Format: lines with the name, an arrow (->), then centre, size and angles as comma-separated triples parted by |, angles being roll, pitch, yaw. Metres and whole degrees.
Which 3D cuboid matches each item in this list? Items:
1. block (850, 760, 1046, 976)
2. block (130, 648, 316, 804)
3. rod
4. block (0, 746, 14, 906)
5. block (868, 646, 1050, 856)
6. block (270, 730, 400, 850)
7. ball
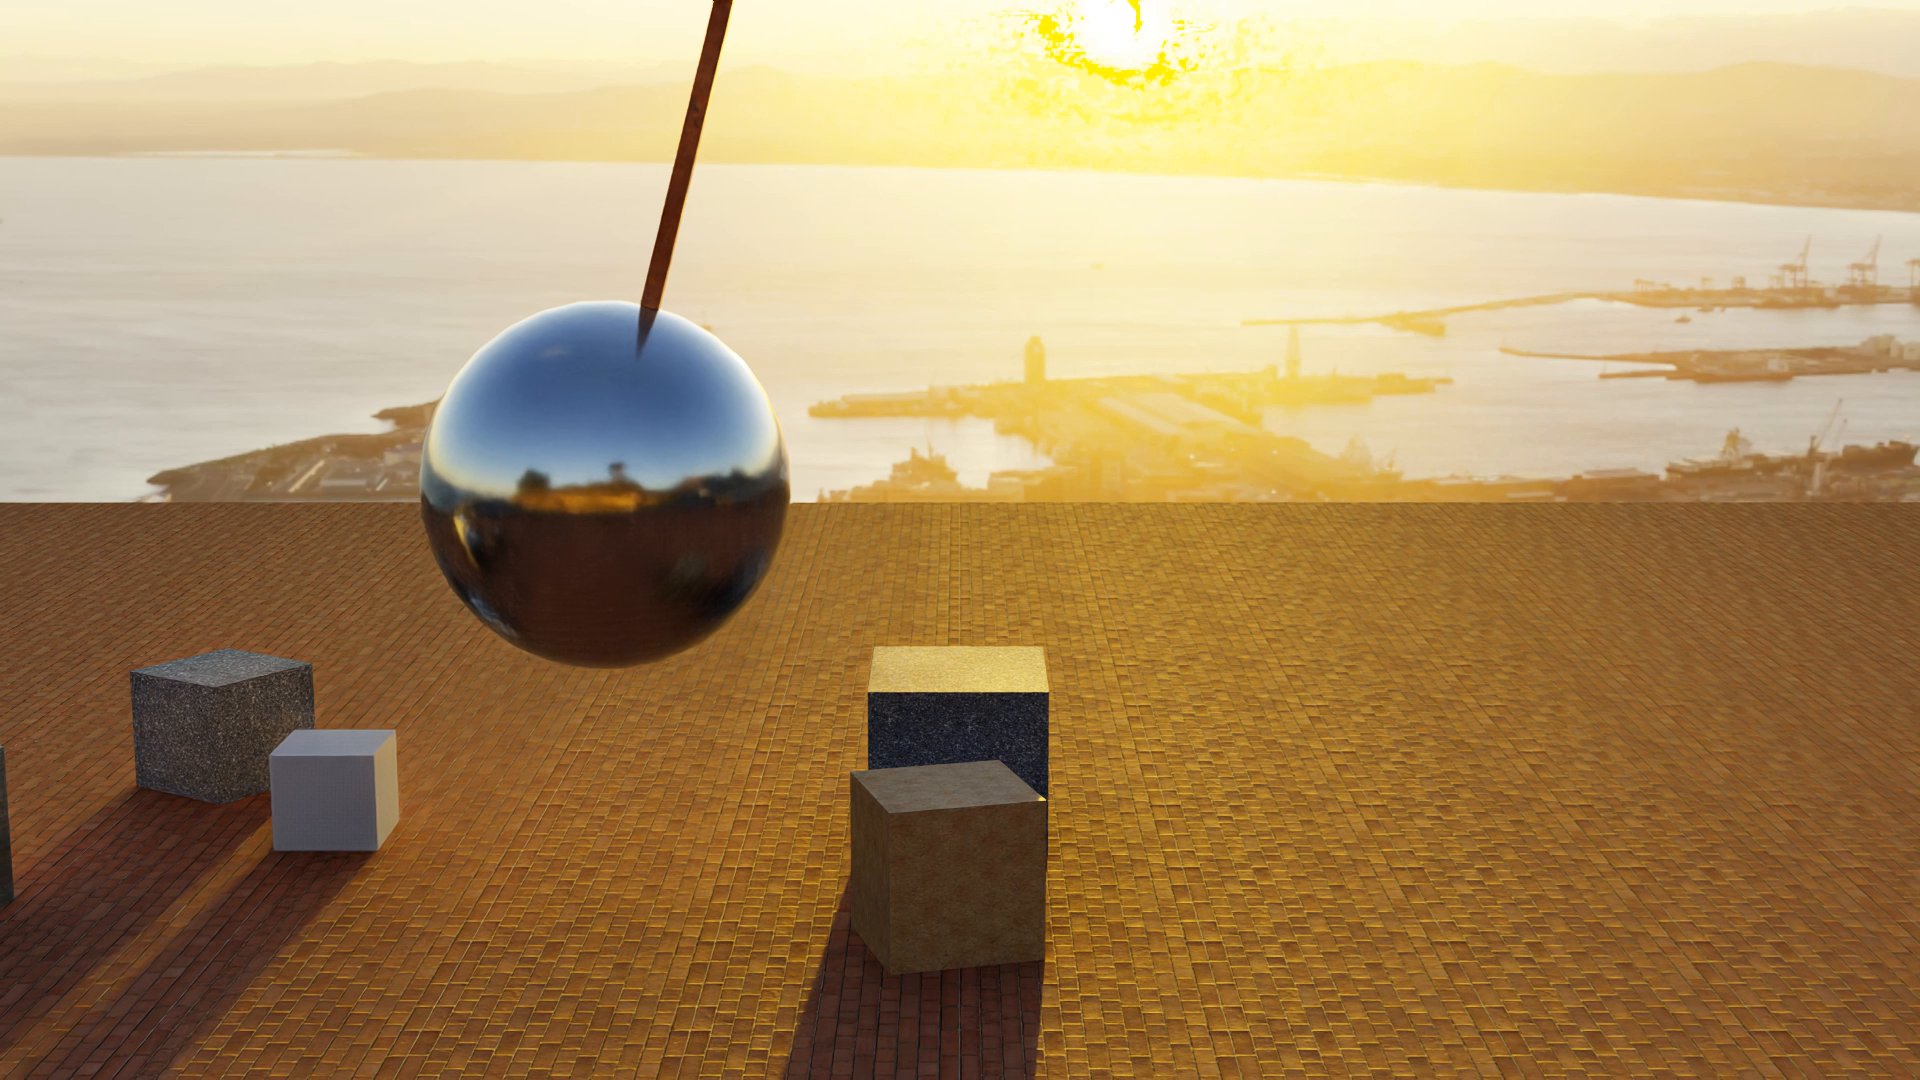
block -> -0.056, 1.320, 10.452 | 0.644, 0.662, 0.636 | -3, 11, -16
block -> -3.683, 0.923, 12.850 | 0.624, 0.586, 0.619 | 7, 12, 33
rod -> -0.664, -3.473, 10.549 | 0.080, 5.200, 0.080 | 15, 10, -3
block -> -4.535, 1.262, 10.716 | 0.736, 0.683, 0.783 | 3, 11, 17
block -> -0.007, 0.976, 12.065 | 0.816, 0.763, 0.929 | 0, 10, 0
block -> -2.905, 1.159, 11.938 | 0.477, 0.449, 0.468 | 0, 10, 0
ball -> -1.533, -0.239, 11.137 | 1.600, 1.600, 1.600 | 0, 10, 0
